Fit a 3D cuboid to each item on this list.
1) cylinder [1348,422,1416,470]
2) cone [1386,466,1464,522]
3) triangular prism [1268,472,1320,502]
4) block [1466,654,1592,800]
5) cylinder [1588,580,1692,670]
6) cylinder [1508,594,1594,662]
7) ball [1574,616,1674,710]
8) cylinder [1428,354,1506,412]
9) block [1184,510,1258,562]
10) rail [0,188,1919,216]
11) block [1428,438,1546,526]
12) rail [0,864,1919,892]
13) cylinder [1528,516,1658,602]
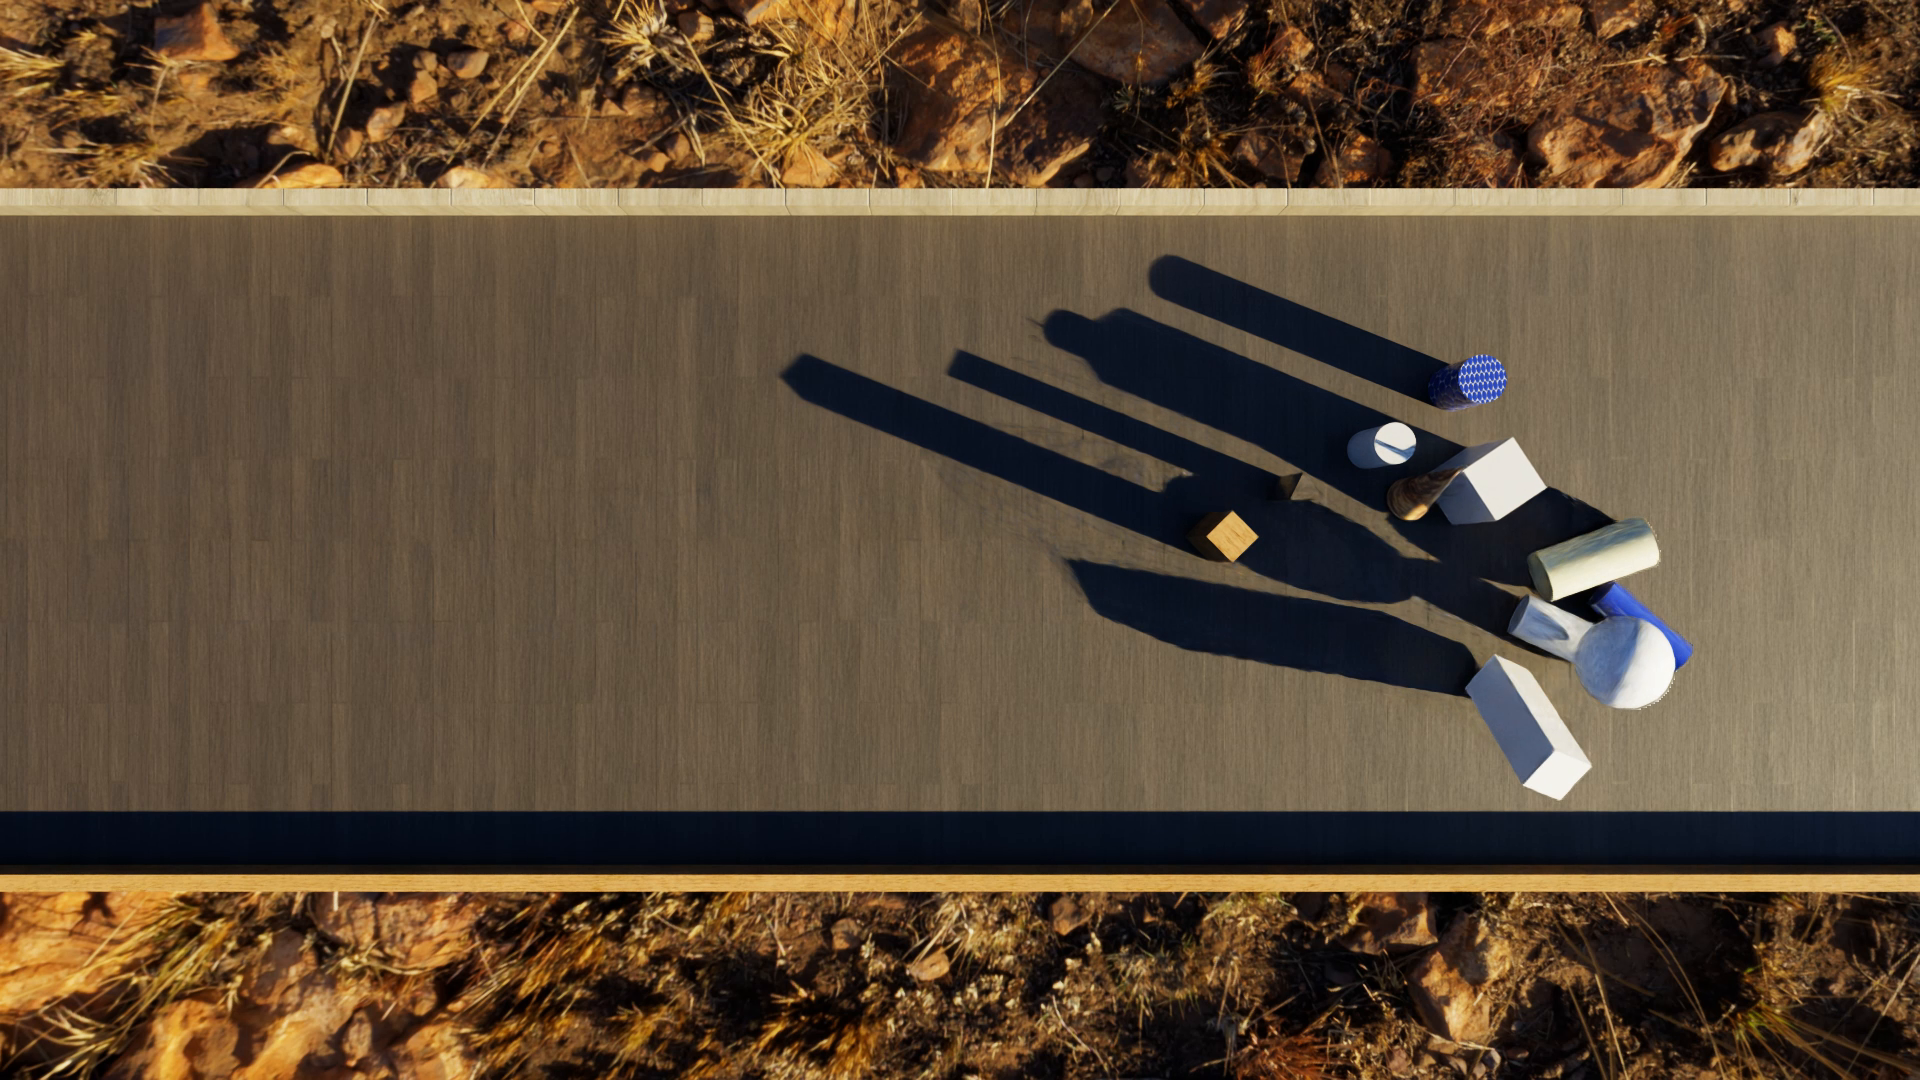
[{"bbox_3d":[1.251,-0.278,4.909,0.120,0.336,0.120,0,90,0],"label":"cylinder"},{"bbox_3d":[1.395,-0.165,4.845,0.135,0.444,0.135,1,79,-5],"label":"cone"},{"bbox_3d":[0.988,-0.157,4.899,0.087,0.355,0.076,-3,90,0],"label":"triangular prism"},{"bbox_3d":[1.660,0.543,4.837,0.142,0.444,0.142,23,117,-21],"label":"block"},{"bbox_3d":[2.071,0.263,5.025,0.314,0.104,0.104,41,90,0],"label":"cylinder"},{"bbox_3d":[1.874,0.307,4.993,0.392,0.133,0.133,25,90,5],"label":"cylinder"},{"bbox_3d":[1.915,0.353,4.755,0.268,0.268,0.268,0,90,0],"label":"ball"},{"bbox_3d":[1.511,-0.466,4.922,0.140,0.310,0.140,0,90,0],"label":"cylinder"},{"bbox_3d":[0.765,-0.010,4.852,0.104,0.448,0.104,-44,90,0],"label":"block"},{"bbox_3d":[-2.247,-1.025,5.002,12.000,0.150,0.050,0,90,0],"label":"rail"},{"bbox_3d":[1.543,-0.169,4.880,0.173,0.386,0.173,-33,90,-2],"label":"block"},{"bbox_3d":[-2.247,1.025,5.001,12.000,0.150,0.050,0,90,0],"label":"rail"},{"bbox_3d":[1.916,0.058,4.997,0.335,0.159,0.159,-19,90,0],"label":"cylinder"}]
